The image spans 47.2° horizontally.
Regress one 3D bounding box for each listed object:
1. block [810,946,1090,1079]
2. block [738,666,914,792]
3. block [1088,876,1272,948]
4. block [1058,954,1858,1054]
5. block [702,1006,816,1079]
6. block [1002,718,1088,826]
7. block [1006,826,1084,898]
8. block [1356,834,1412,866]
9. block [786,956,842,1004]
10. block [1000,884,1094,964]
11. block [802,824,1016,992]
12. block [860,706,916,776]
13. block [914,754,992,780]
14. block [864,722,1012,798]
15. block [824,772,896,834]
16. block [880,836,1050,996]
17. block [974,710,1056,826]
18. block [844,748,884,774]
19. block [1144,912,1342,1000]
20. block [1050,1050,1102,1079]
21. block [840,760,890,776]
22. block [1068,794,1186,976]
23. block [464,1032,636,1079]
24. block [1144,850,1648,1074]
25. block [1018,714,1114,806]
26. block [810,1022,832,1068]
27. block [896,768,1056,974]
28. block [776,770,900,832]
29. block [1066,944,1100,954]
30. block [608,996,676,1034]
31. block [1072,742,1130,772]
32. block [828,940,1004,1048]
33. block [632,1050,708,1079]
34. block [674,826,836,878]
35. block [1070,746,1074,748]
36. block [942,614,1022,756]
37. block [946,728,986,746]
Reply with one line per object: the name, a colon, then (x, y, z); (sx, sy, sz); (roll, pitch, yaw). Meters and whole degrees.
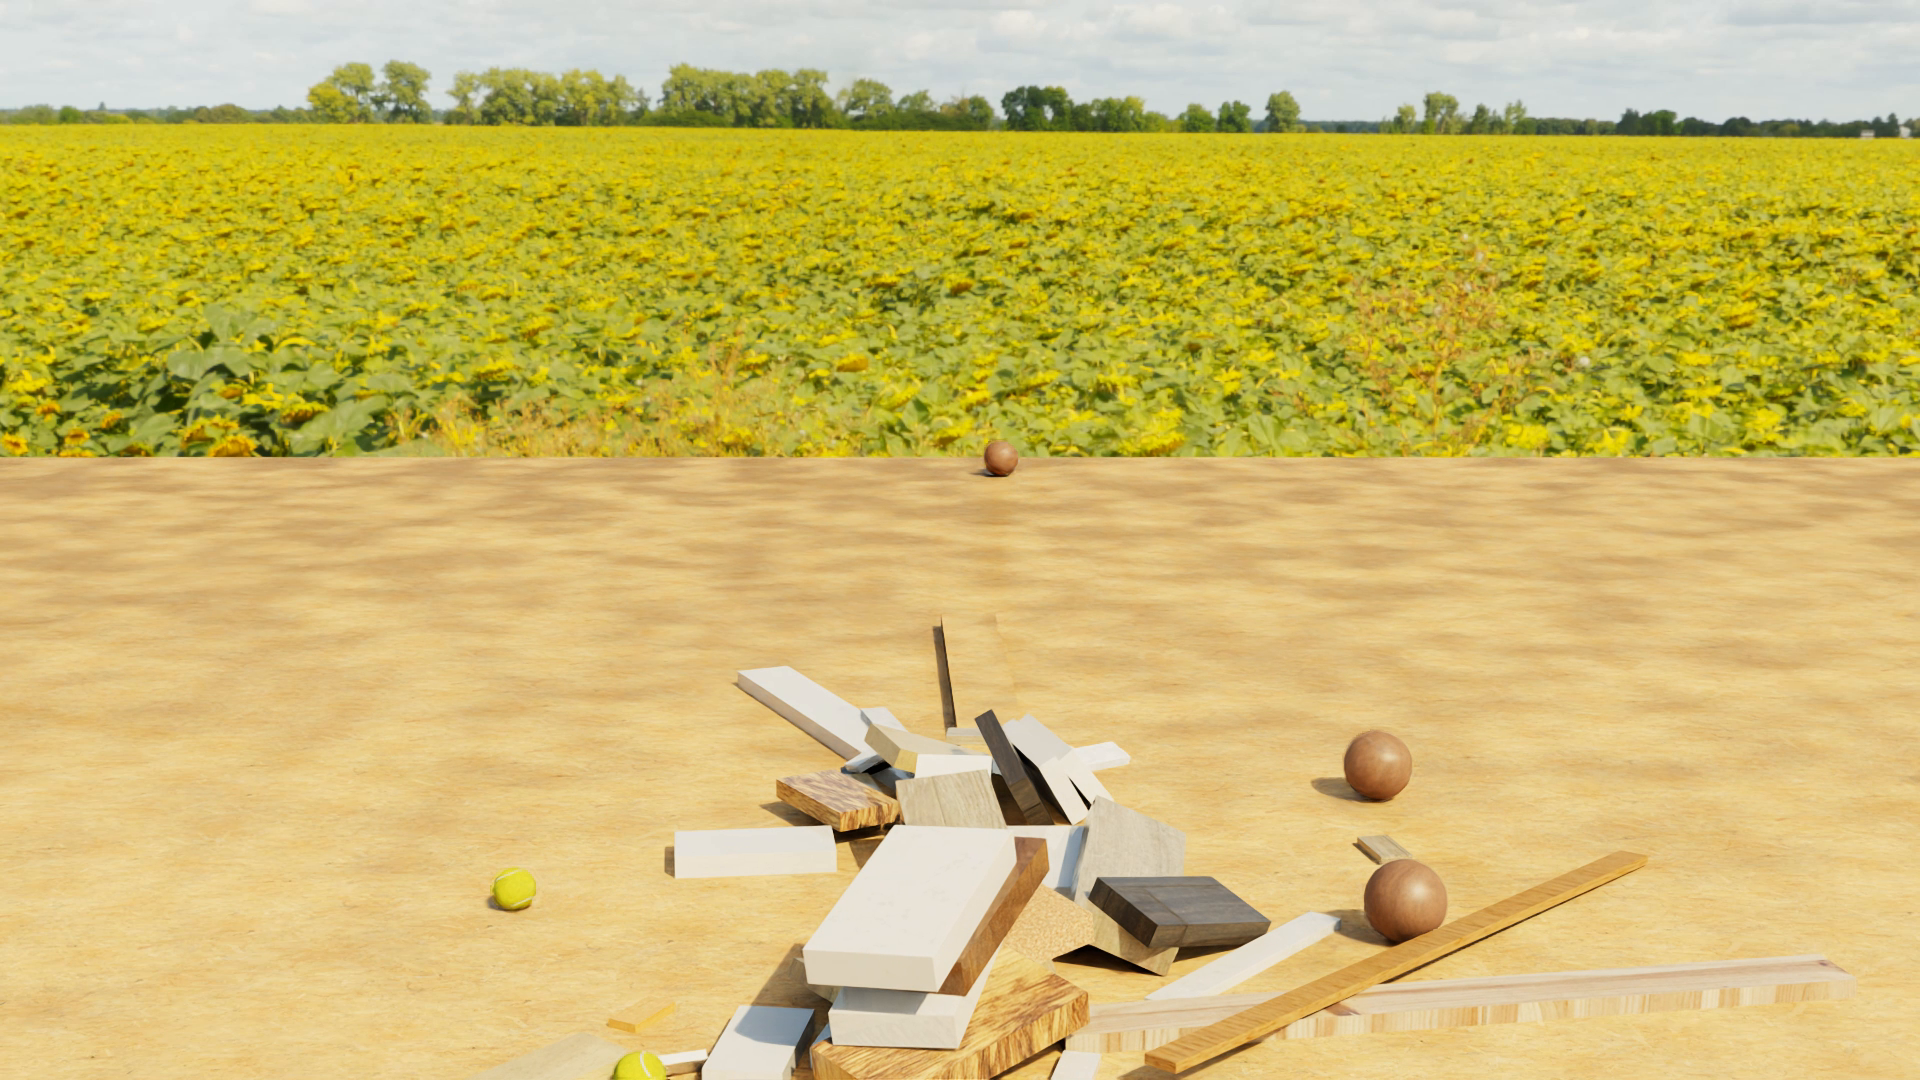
block: (-0.010, 0.662, 2.945); (0.341, 0.048, 0.171); (-20, 26, -35)
block: (-0.245, 0.394, 4.628); (0.122, 0.035, 0.986); (-5, 12, -25)
block: (0.341, 0.571, 3.391); (0.275, 0.039, 0.138); (8, 19, -44)
block: (0.722, 0.667, 3.172); (1.188, 0.029, 0.103); (-2, 11, -10)
block: (-0.273, 0.696, 3.012); (0.108, 0.031, 0.217); (1, 11, 8)
block: (0.155, 0.434, 4.138); (0.038, 0.135, 0.269); (-33, 17, -8)
block: (0.150, 0.556, 3.728); (0.160, 0.045, 0.320); (0, 11, 0)
block: (0.746, 0.545, 3.866); (0.057, 0.016, 0.114); (-2, 11, -11)
block: (-0.151, 0.651, 3.167); (0.103, 0.029, 0.206); (17, -2, -37)
block: (0.016, 0.582, 3.169); (0.320, 0.045, 0.160); (-16, 21, -29)
block: (-0.062, 0.493, 2.983); (0.179, 0.051, 0.358); (0, 19, 19)
block: (-0.109, 0.413, 4.388); (0.054, 0.015, 0.573); (-3, 11, -15)
block: (-0.017, 0.479, 3.885); (0.135, 0.038, 0.271); (1, 33, 4)
block: (-0.036, 0.417, 4.165); (0.269, 0.038, 0.135); (18, 8, -31)
block: (-0.207, 0.490, 4.112); (0.122, 0.035, 0.245); (-3, 11, -14)
block: (-0.017, 0.514, 3.065); (0.179, 0.051, 0.358); (1, 20, 21)
block: (0.102, 0.429, 4.023); (0.038, 0.135, 0.271); (-29, 25, 0)
block: (-0.167, 0.418, 4.279); (0.109, 0.015, 0.054); (-30, 15, -26)
block: (0.437, 0.641, 3.348); (0.057, 0.016, 0.466); (9, 14, 39)
block: (0.156, 0.715, 2.953); (0.052, 0.015, 0.104); (2, 11, 13)
block: (-0.180, 0.441, 4.292); (0.109, 0.015, 0.054); (-23, 20, 2)
block: (0.274, 0.551, 3.578); (0.171, 0.048, 0.561); (23, 12, 2)
block: (-0.548, 0.714, 2.917); (0.108, 0.031, 0.217); (9, 14, 39)
block: (0.717, 0.619, 3.353); (0.052, 0.015, 1.322); (7, 10, 43)
block: (0.197, 0.424, 4.207); (0.038, 0.135, 0.269); (-41, 18, -6)
block: (-0.092, 0.698, 3.009); (0.206, 0.029, 0.103); (2, 11, 13)
block: (0.016, 0.540, 3.444); (0.160, 0.045, 0.758); (-7, 18, -5)
block: (-0.224, 0.473, 4.012); (0.122, 0.035, 0.245); (-6, 12, -31)
block: (0.137, 0.623, 3.430); (0.157, 0.022, 0.078); (-3, 11, -17)
block: (-0.455, 0.680, 3.150); (0.047, 0.013, 0.095); (6, 12, 28)
block: (0.271, 0.436, 4.405); (0.128, 0.018, 0.064); (-7, 28, -33)
block: (-0.049, 0.584, 3.026); (0.171, 0.048, 0.341); (-2, 19, 15)
block: (-0.389, 0.703, 2.945); (0.095, 0.013, 0.047); (-4, -31, -20)
block: (-0.357, 0.542, 3.823); (0.275, 0.039, 0.138); (-1, 11, -7)
block: (0.170, 0.411, 4.446); (0.128, 0.018, 0.064); (23, 9, -6)
block: (0.046, 0.326, 4.984); (0.138, 0.039, 1.296); (0, 11, -2)
block: (0.038, 0.397, 4.443); (0.128, 0.018, 0.064); (1, 11, 4)
